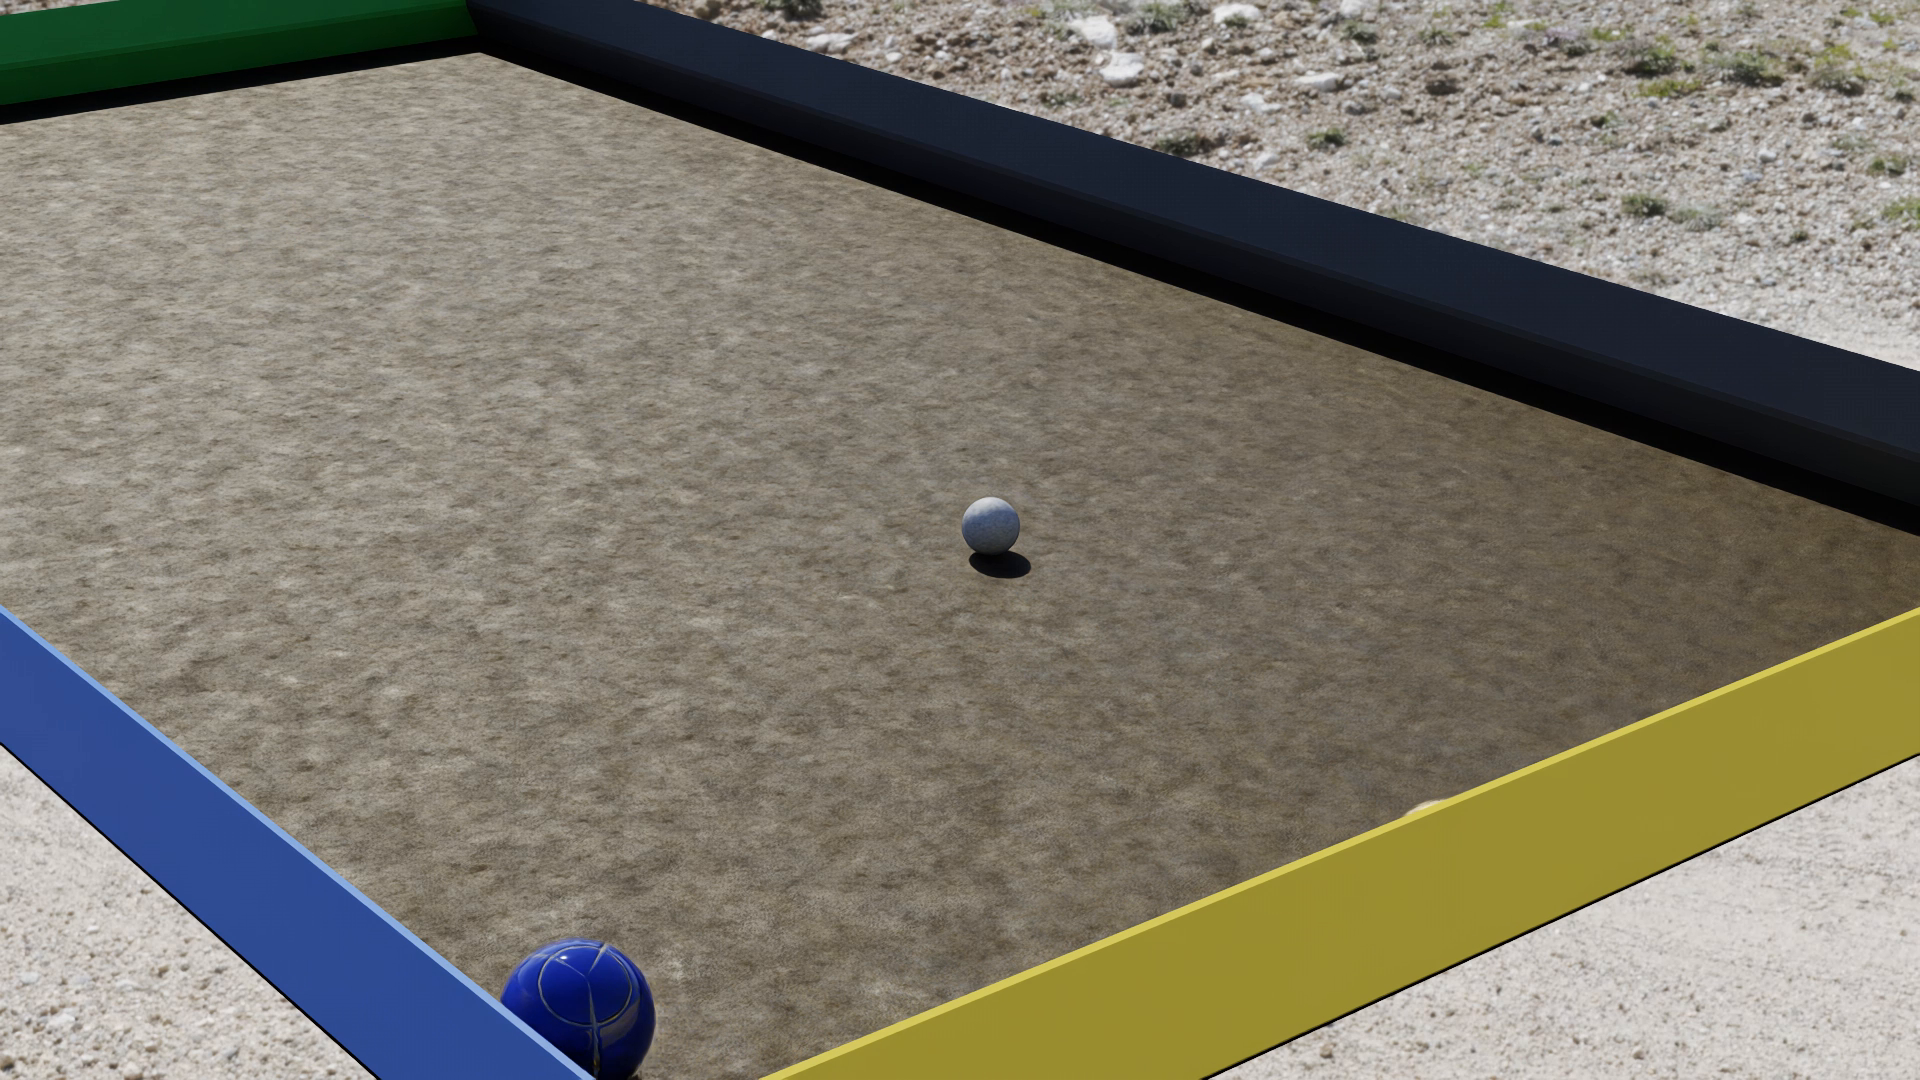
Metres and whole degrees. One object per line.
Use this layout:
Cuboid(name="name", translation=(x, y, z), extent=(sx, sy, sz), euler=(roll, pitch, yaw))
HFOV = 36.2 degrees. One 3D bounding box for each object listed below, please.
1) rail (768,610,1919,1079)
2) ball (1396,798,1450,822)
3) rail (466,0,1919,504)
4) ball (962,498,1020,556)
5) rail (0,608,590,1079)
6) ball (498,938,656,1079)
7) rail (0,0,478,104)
Cuboid(name="rail", translation=(0.441, 0.173, 2.003), extent=(1.569, 0.123, 0.045), euler=(-16, 27, -35))
Cuboid(name="ball", translation=(0.324, 0.210, 1.985), extent=(0.070, 0.070, 0.070), euler=(0, 22, 0))
Cuboid(name="rail", translation=(0.141, -0.419, 3.493), extent=(0.045, 0.123, 2.935), euler=(-16, 27, -35))
Cuboid(name="ball", translation=(0.027, -0.012, 2.569), extent=(0.051, 0.051, 0.051), euler=(0, 22, 0))
Cuboid(name="rail", translation=(-1.052, -0.071, 2.616), extent=(0.045, 0.123, 2.935), euler=(-16, 27, -35))
Cuboid(name="ball", translation=(-0.229, 0.286, 1.759), extent=(0.095, 0.095, 0.095), euler=(0, 22, 0))
Cuboid(name="rail", translation=(-1.352, -0.663, 4.107), extent=(1.569, 0.123, 0.045), euler=(-16, 27, -35))
